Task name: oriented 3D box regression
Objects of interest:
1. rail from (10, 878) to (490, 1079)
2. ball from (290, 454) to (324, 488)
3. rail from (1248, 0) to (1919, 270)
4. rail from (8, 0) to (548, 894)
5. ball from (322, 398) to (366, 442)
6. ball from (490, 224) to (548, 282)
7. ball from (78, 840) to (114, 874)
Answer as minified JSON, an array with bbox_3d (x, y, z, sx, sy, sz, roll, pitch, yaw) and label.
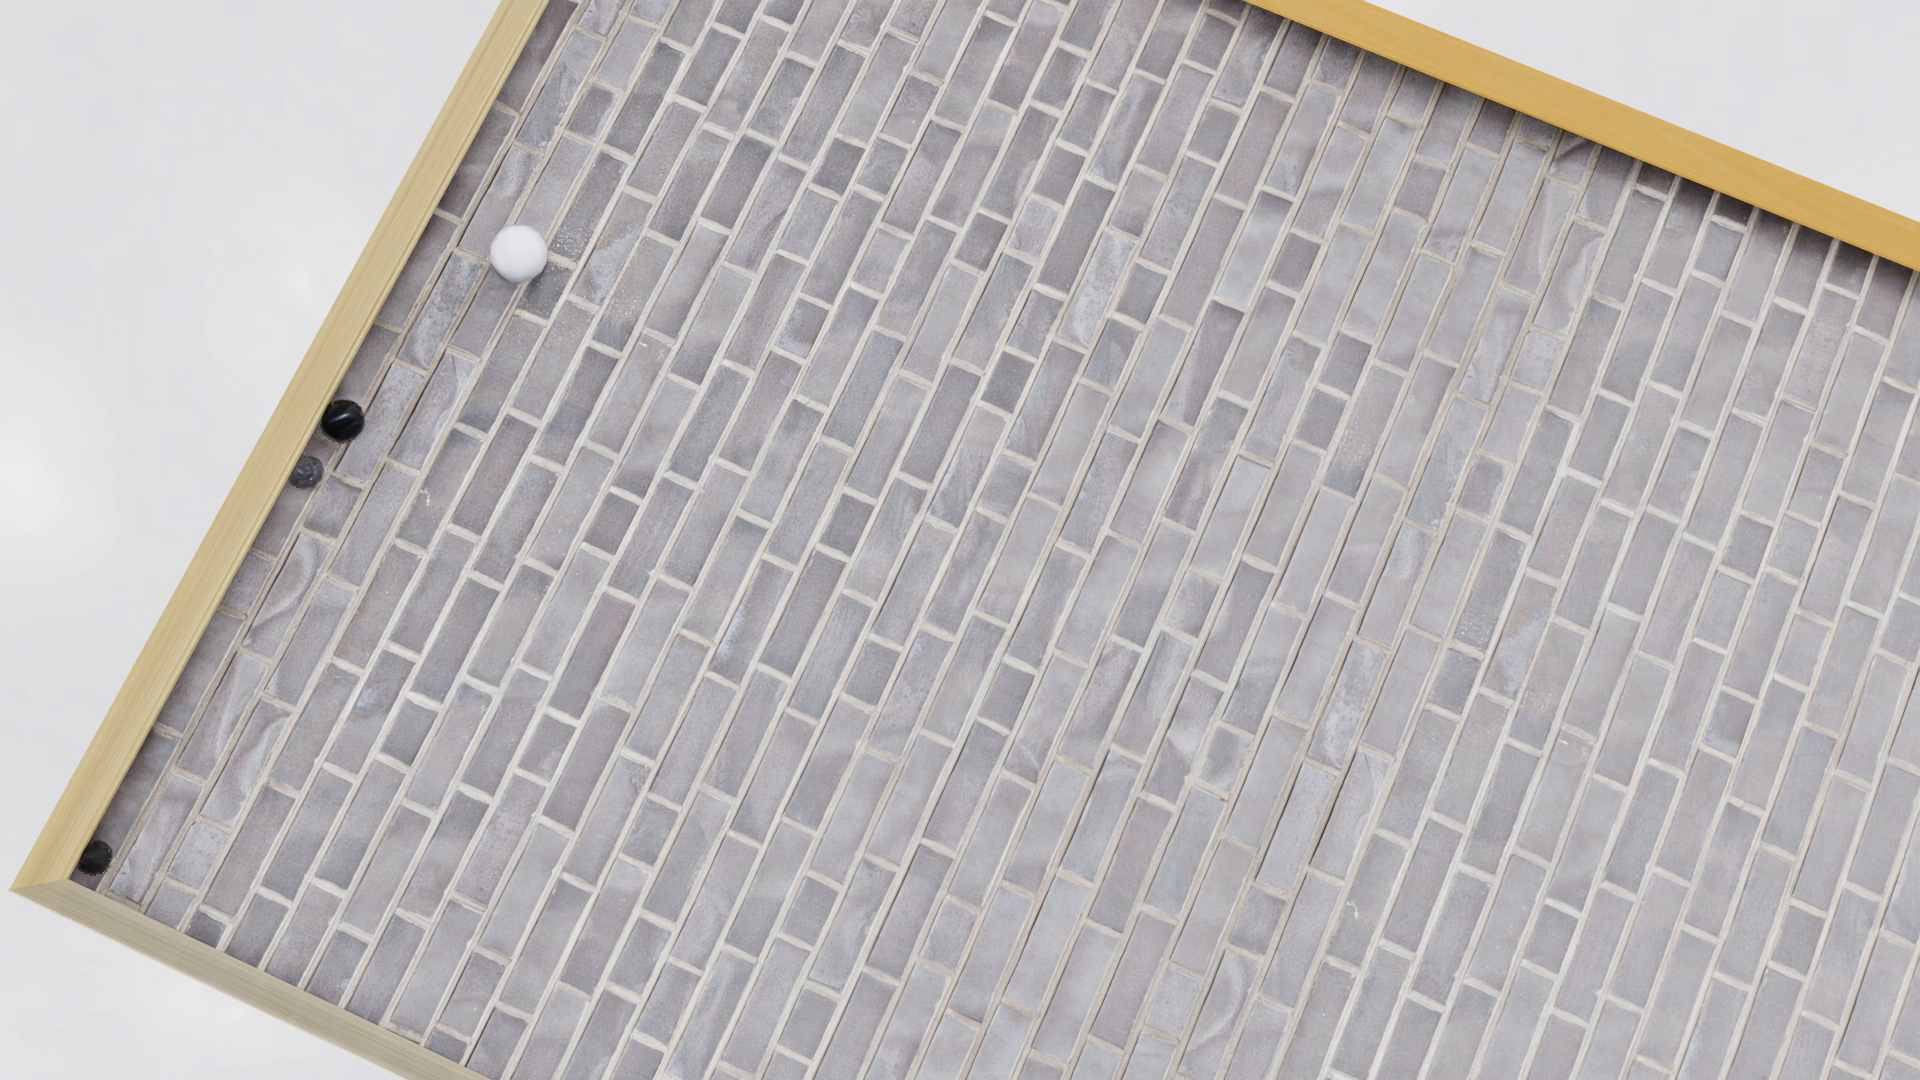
[{"bbox_3d":[0.507,1.298,2.979,4.060,0.116,0.045,24,77,6],"label":"rail"},{"bbox_3d":[-1.003,-0.106,3.379,0.050,0.050,0.050,0,75,0],"label":"ball"},{"bbox_3d":[1.345,-0.508,3.448,4.060,0.116,0.045,24,77,6],"label":"rail"},{"bbox_3d":[-0.904,-0.401,3.421,0.045,0.116,2.093,24,77,6],"label":"rail"},{"bbox_3d":[-0.951,-0.185,3.391,0.065,0.065,0.065,0,75,0],"label":"ball"},{"bbox_3d":[-0.692,-0.449,3.448,0.089,0.089,0.089,0,75,0],"label":"ball"},{"bbox_3d":[-1.270,0.465,3.231,0.049,0.049,0.049,0,75,0],"label":"ball"}]
